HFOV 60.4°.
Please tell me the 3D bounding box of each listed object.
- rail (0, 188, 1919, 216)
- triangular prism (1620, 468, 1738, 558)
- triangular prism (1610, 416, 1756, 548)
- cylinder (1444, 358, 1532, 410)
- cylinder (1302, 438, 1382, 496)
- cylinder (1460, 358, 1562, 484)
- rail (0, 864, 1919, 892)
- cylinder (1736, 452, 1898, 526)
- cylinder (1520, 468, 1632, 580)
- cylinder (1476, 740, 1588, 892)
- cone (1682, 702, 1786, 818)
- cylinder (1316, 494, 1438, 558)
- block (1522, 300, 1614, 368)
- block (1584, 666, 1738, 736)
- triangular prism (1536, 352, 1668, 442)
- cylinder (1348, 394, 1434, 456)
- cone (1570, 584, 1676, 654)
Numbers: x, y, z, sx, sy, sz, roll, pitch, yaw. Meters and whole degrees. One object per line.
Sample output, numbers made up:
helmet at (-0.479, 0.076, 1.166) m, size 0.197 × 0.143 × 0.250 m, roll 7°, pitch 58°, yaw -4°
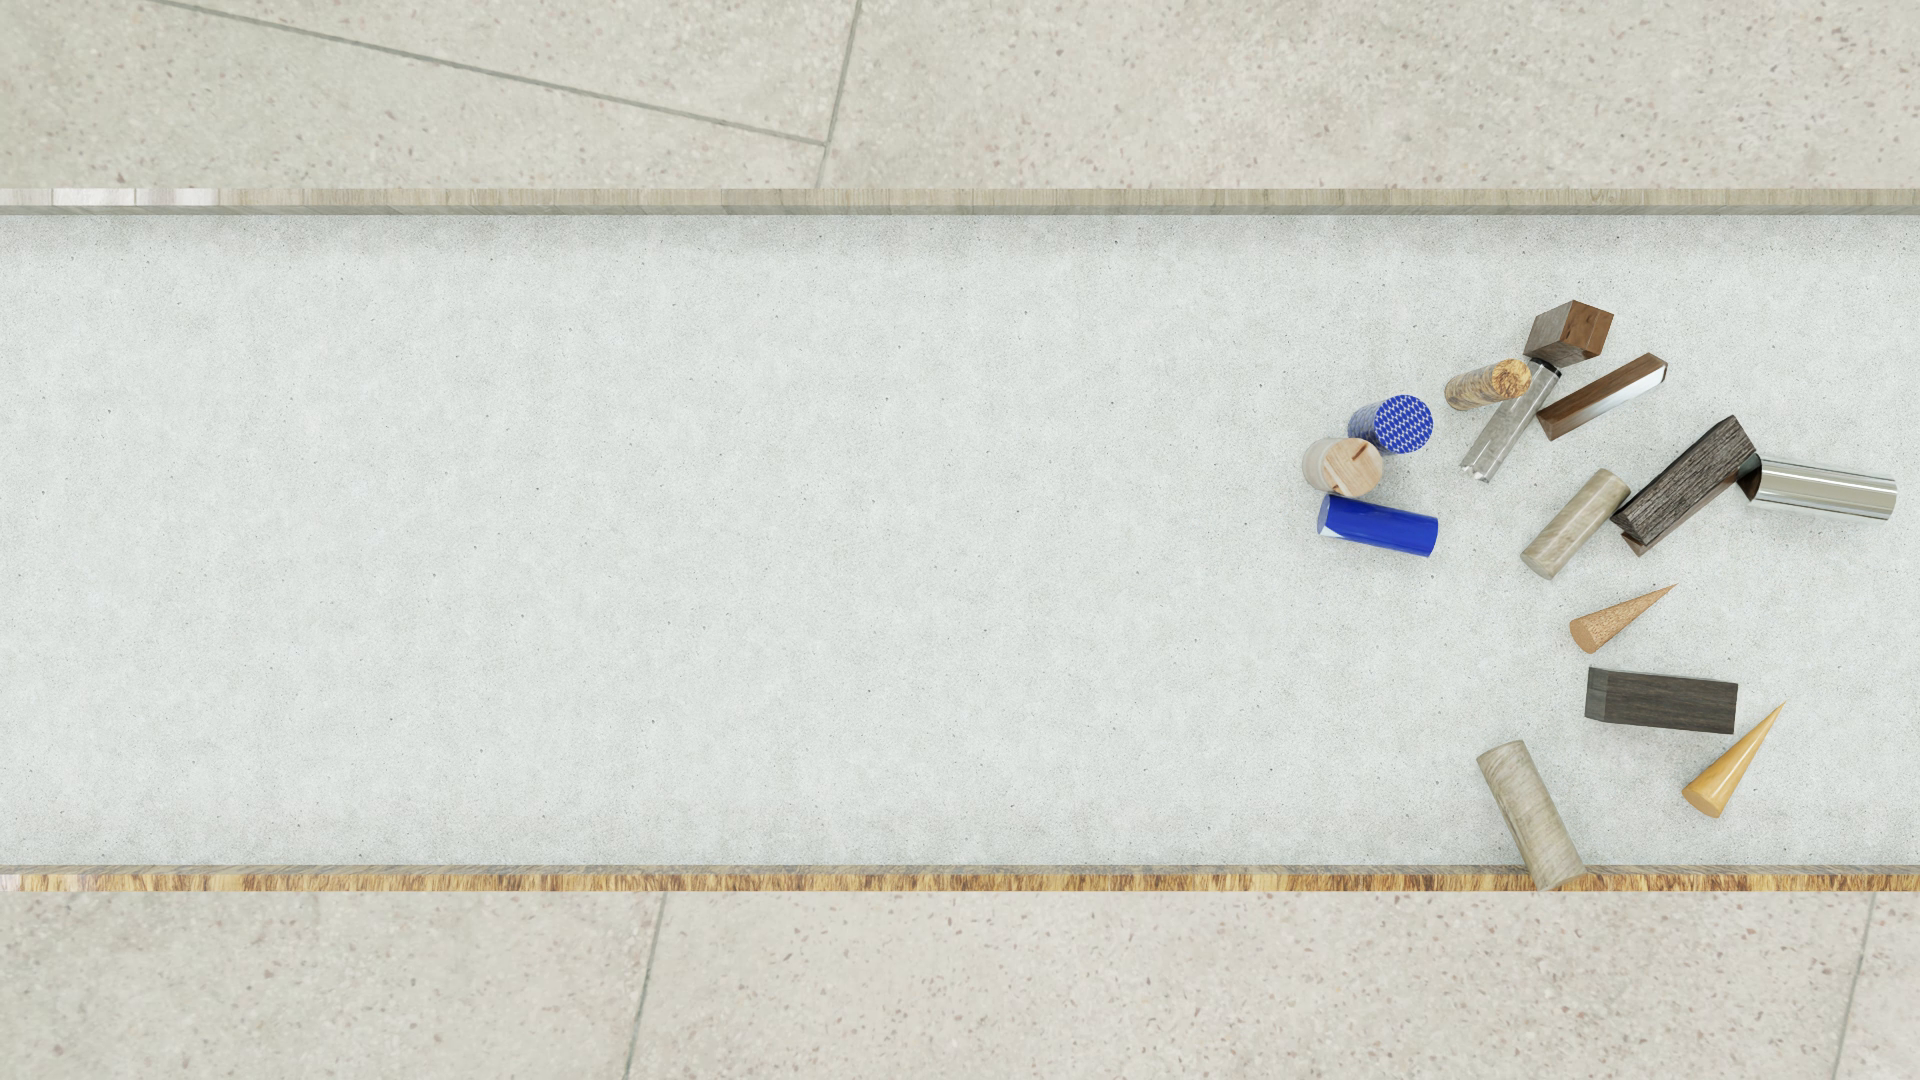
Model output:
rail at (-2.247, -1.025, 5.002) m, size 12.000 × 0.150 × 0.050 m, roll 0°, pitch 90°, yaw 0°
triangular prism at (2.209, -0.098, 5.035) m, size 0.379 × 0.079 × 0.091 m, roll -38°, pitch 90°, yaw 0°
triangular prism at (2.175, -0.197, 4.978) m, size 0.440 × 0.130 × 0.150 m, roll -42°, pitch 50°, yaw 0°
cylinder at (1.547, -0.453, 4.851) m, size 0.111 × 0.451 × 0.111 m, roll 0°, pitch 90°, yaw 0°
cylinder at (1.125, -0.219, 4.873) m, size 0.167 × 0.396 × 0.167 m, roll 0°, pitch 94°, yaw 3°
cylinder at (1.677, -0.365, 5.025) m, size 0.103 × 0.103 × 0.393 m, roll 34°, pitch 90°, yaw 0°
rail at (-2.247, 1.025, 5.001) m, size 12.000 × 0.150 × 0.050 m, roll 0°, pitch 90°, yaw 0°
cylinder at (2.589, -0.153, 4.995) m, size 0.407 × 0.163 × 0.163 m, roll 9°, pitch 90°, yaw 0°
cylinder at (1.871, -0.048, 5.017) m, size 0.118 × 0.118 × 0.357 m, roll 43°, pitch 90°, yaw 0°
cylinder at (1.704, 0.822, 4.924) m, size 0.151 × 0.151 × 0.424 m, roll -20°, pitch 67°, yaw 0°
cone at (2.399, 0.645, 5.045) m, size 0.128 × 0.128 × 0.436 m, roll 44°, pitch 82°, yaw 0°
cylinder at (1.268, -0.044, 5.013) m, size 0.335 × 0.127 × 0.127 m, roll 12°, pitch 90°, yaw 0°
block at (1.812, -0.612, 4.922) m, size 0.127 × 0.305 × 0.127 m, roll 20°, pitch 89°, yaw 0°
block at (2.122, 0.486, 4.999) m, size 0.389 × 0.155 × 0.155 m, roll 6°, pitch 90°, yaw 0°
triangular prism at (1.967, -0.440, 5.032) m, size 0.397 × 0.085 × 0.098 m, roll -28°, pitch 90°, yaw 0°
cylinder at (1.270, -0.333, 4.886) m, size 0.167 × 0.375 × 0.167 m, roll 0°, pitch 91°, yaw 2°
cone at (2.054, 0.213, 5.048) m, size 0.365 × 0.116 × 0.116 m, roll -27°, pitch 90°, yaw -9°
